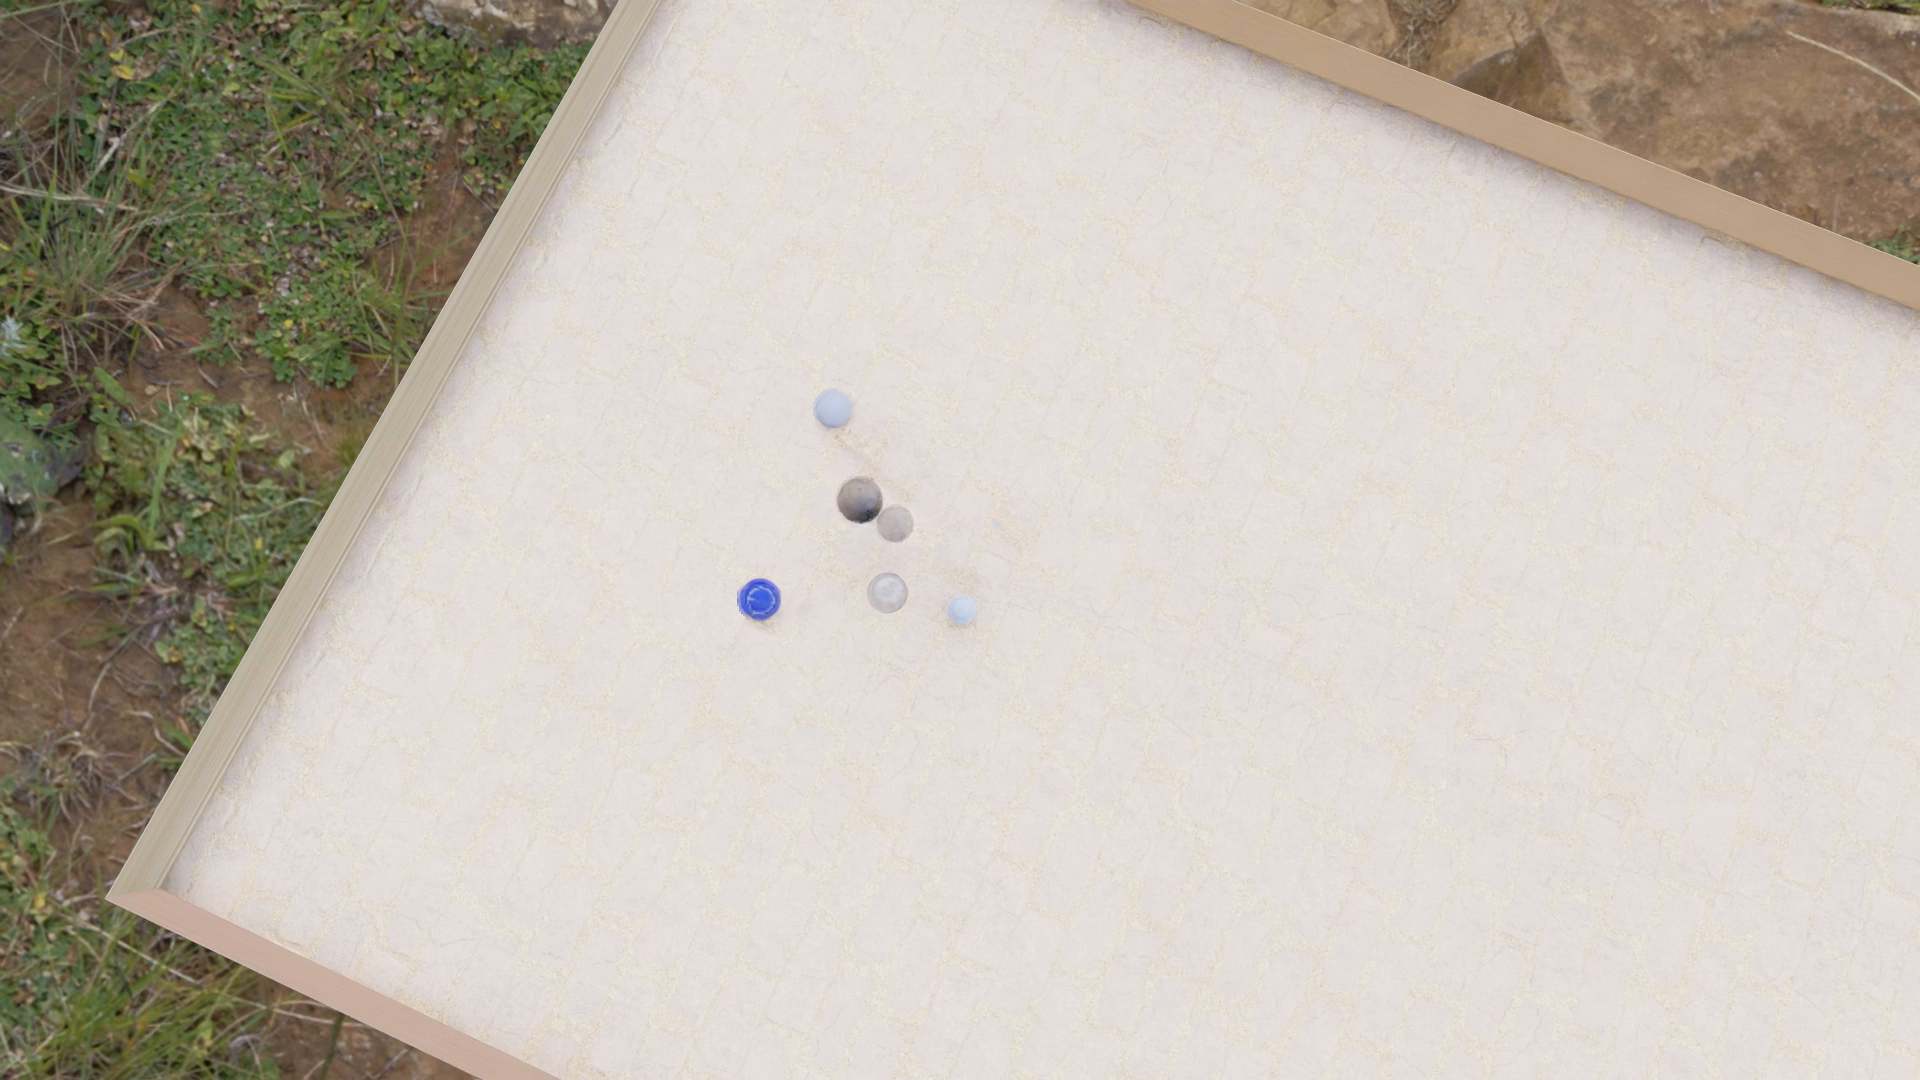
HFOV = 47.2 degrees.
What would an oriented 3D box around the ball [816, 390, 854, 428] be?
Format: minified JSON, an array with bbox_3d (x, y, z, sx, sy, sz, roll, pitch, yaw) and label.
[{"bbox_3d":[-0.199,-0.206,3.477,0.060,0.060,0.060,0,72,0],"label":"ball"}]

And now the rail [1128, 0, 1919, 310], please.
[{"bbox_3d":[1.224,-0.523,3.562,3.567,0.094,0.045,23,73,7],"label":"rail"}]

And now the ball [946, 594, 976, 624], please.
[{"bbox_3d":[0.002,0.107,3.381,0.046,0.046,0.046,0,72,0],"label":"ball"}]

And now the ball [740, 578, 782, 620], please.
[{"bbox_3d":[-0.307,0.090,3.377,0.065,0.065,0.065,0,72,0],"label":"ball"}]

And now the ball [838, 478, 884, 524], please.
[{"bbox_3d":[-0.155,-0.061,3.423,0.072,0.072,0.072,0,72,0],"label":"ball"}]

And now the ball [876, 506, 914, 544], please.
[{"bbox_3d":[-0.100,-0.024,3.418,0.058,0.058,0.058,0,72,0],"label":"ball"}]

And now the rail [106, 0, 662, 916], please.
[{"bbox_3d":[-0.791,-0.345,3.504,0.045,0.094,2.047,23,73,7],"label":"rail"}]

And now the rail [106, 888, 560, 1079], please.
[{"bbox_3d":[0.401,1.209,2.993,3.567,0.094,0.045,23,73,7],"label":"rail"}]

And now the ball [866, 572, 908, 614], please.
[{"bbox_3d":[-0.111,0.081,3.380,0.064,0.064,0.064,0,72,0],"label":"ball"}]
